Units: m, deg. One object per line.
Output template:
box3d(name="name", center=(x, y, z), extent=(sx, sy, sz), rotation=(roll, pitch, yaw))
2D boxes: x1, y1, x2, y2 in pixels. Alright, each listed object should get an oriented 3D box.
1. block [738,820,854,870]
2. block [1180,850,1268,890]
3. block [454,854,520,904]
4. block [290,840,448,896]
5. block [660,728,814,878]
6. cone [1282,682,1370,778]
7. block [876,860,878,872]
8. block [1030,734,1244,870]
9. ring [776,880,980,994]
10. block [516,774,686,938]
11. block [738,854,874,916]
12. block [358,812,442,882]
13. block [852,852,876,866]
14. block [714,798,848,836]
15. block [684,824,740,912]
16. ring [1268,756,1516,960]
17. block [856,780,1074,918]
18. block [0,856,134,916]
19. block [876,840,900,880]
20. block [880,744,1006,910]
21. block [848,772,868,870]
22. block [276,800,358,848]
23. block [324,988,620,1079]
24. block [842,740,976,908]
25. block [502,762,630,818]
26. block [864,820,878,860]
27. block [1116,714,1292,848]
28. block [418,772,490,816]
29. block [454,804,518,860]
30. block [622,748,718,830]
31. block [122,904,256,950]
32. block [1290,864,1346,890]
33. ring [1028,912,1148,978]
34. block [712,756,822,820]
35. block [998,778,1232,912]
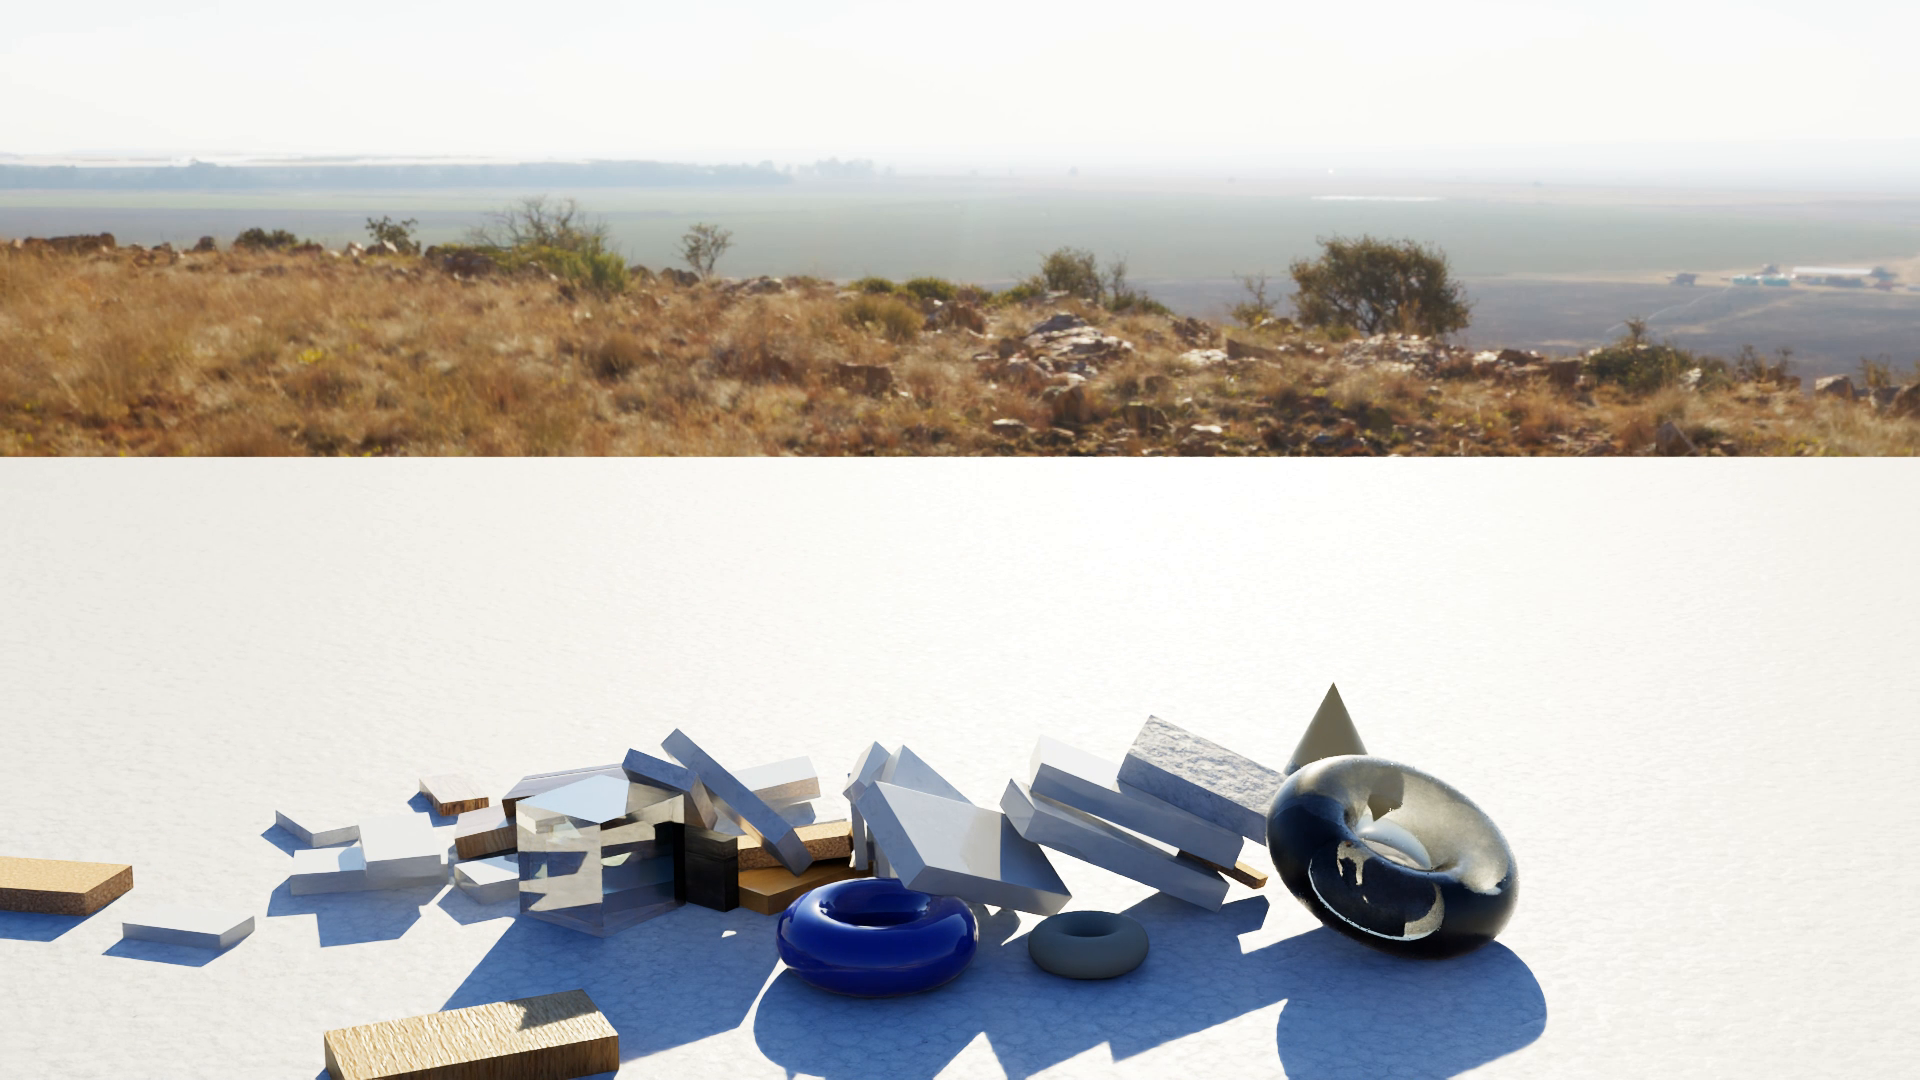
box3d(name="block", center=(-0.334, 0.528, 3.751), extent=(0.303, 0.036, 0.127), rotation=(-8, 3, 2))
box3d(name="block", center=(0.441, 0.540, 3.674), extent=(0.142, 0.020, 0.071), rotation=(26, 5, 21))
box3d(name="block", center=(-0.669, 0.556, 3.759), extent=(0.361, 0.034, 0.120), rotation=(-7, 12, -32))
box3d(name="block", center=(-1.003, 0.557, 3.746), extent=(0.255, 0.036, 0.127), rotation=(-2, 11, -13))
box3d(name="block", center=(-0.371, 0.436, 3.656), extent=(0.285, 0.143, 0.040), rotation=(36, 73, 28))
box3d(name="cone", center=(0.711, 0.377, 4.204), extent=(0.222, 0.222, 0.222), rotation=(0, 11, 0))
box3d(name="block", center=(-0.137, 0.507, 3.765), extent=(0.017, 0.121, 0.060), rotation=(-2, 4, -5))
box3d(name="block", center=(0.292, 0.436, 3.682), extent=(0.359, 0.051, 0.180), rotation=(22, 10, -2))
box3d(name="ring", center=(-0.125, 0.600, 3.339), extent=(0.309, 0.103, 0.309), rotation=(0, 12, 0))
box3d(name="block", center=(-0.583, 0.511, 3.578), extent=(0.189, 0.189, 0.189), rotation=(8, 13, 35))
box3d(name="block", center=(-0.273, 0.569, 3.687), extent=(0.120, 0.034, 0.239), rotation=(10, 14, 42))
box3d(name="block", center=(-0.957, 0.521, 3.749), extent=(0.120, 0.034, 0.240), rotation=(-3, 11, -18))
box3d(name="block", center=(-0.152, 0.552, 3.834), extent=(0.106, 0.015, 0.053), rotation=(-8, 13, -38))
box3d(name="block", center=(-0.336, 0.514, 3.916), extent=(0.255, 0.036, 0.127), rotation=(-8, 12, -12))
box3d(name="block", center=(-0.469, 0.532, 3.652), extent=(0.239, 0.120, 0.034), rotation=(8, 13, 36))
box3d(name="ring", center=(0.687, 0.499, 3.493), extent=(0.414, 0.138, 0.414), rotation=(12, 31, -7))
box3d(name="block", center=(0.010, 0.491, 3.470), extent=(0.359, 0.051, 0.180), rotation=(21, 26, -46))
box3d(name="block", center=(-1.541, 0.573, 3.652), extent=(0.282, 0.040, 0.141), rotation=(2, 11, 10))
box3d(name="block", center=(-0.112, 0.510, 3.691), extent=(0.021, 0.149, 0.074), rotation=(0, 9, 27))
box3d(name="block", center=(-0.011, 0.472, 3.618), extent=(0.285, 0.040, 0.143), rotation=(41, 22, -10))
box3d(name="block", center=(-0.171, 0.471, 3.686), extent=(0.021, 0.149, 0.074), rotation=(-5, 30, -4))
box3d(name="block", center=(-1.167, 0.516, 3.999), extent=(0.090, 0.026, 0.180), rotation=(-8, 13, -37))
box3d(name="block", center=(-0.662, 0.692, 2.980), extent=(0.359, 0.051, 0.180), rotation=(-5, 12, -25))
box3d(name="block", center=(-0.063, 0.469, 3.640), extent=(0.285, 0.040, 0.143), rotation=(43, 22, -7))
box3d(name="block", center=(-0.681, 0.442, 3.921), extent=(0.240, 0.034, 0.120), rotation=(-9, 13, 12))
box3d(name="block", center=(-0.154, 0.512, 3.772), extent=(0.017, 0.060, 0.121), rotation=(-2, -2, -5))
box3d(name="block", center=(0.530, 0.454, 3.694), extent=(0.521, 0.051, 0.180), rotation=(24, 23, 10))
box3d(name="block", center=(-0.962, 0.482, 4.180), extent=(0.090, 0.026, 0.180), rotation=(-5, 12, -26))
box3d(name="block", center=(-0.752, 0.496, 3.918), extent=(0.282, 0.040, 0.141), rotation=(-13, 12, -6))
box3d(name="block", center=(-0.487, 0.428, 3.710), extent=(0.120, 0.034, 0.325), rotation=(19, -19, 7))
box3d(name="block", center=(-1.221, 0.612, 3.481), extent=(0.180, 0.025, 0.090), rotation=(3, 11, 17))
box3d(name="block", center=(0.641, 0.566, 3.743), extent=(0.142, 0.020, 0.071), rotation=(-5, 12, -27))
box3d(name="ring", center=(0.196, 0.617, 3.358), extent=(0.185, 0.062, 0.185), rotation=(-1, 9, 0))
box3d(name="block", center=(-0.477, 0.474, 3.980), extent=(0.438, 0.040, 0.141), rotation=(-12, 12, -8))
box3d(name="block", center=(0.252, 0.501, 3.617), extent=(0.359, 0.051, 0.180), rotation=(23, 5, -15))
